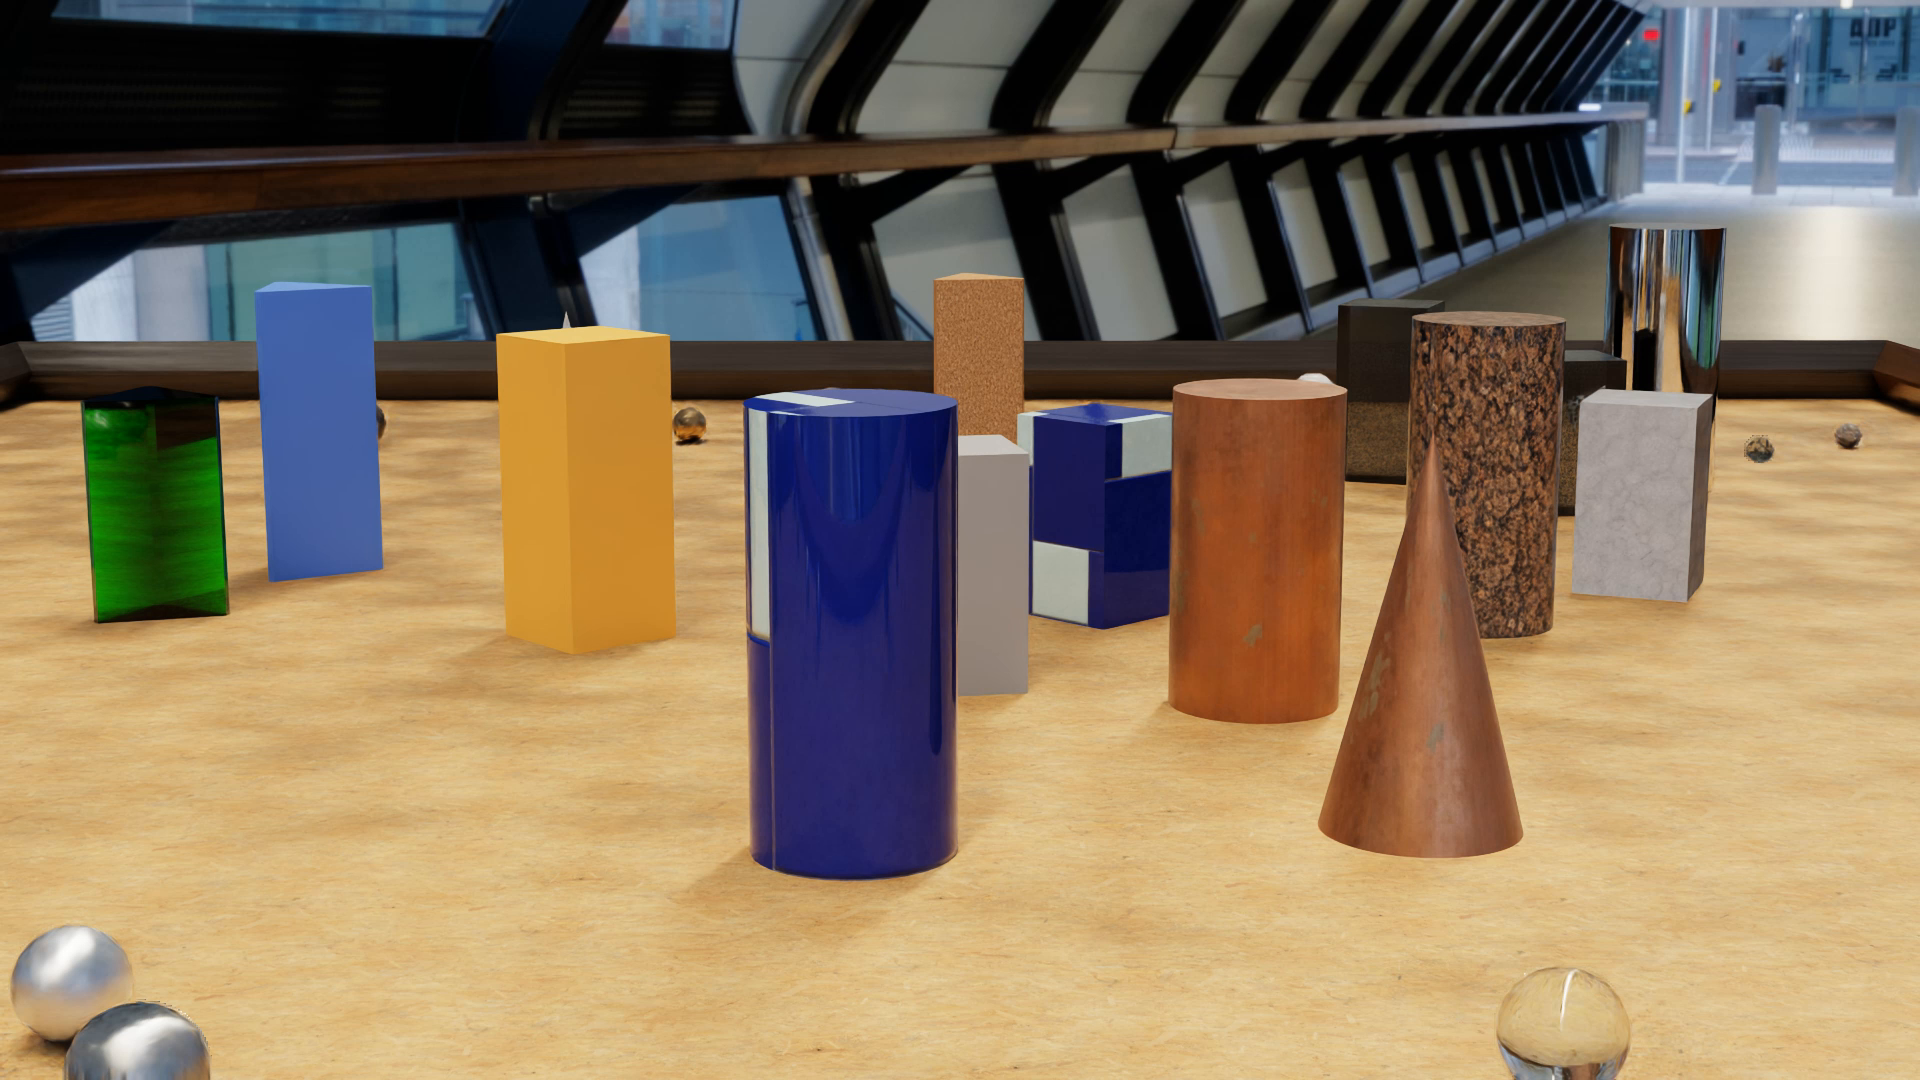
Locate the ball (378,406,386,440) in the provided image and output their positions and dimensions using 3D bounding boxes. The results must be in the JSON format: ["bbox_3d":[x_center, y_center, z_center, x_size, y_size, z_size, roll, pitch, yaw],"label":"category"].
[{"bbox_3d":[-1.152,-0.224,4.939,0.092,0.092,0.092,0,11,0],"label":"ball"}]

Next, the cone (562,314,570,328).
[{"bbox_3d":[-0.547,-0.126,3.596,0.196,0.389,0.196,0,11,0],"label":"cone"}]

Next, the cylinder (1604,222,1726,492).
[{"bbox_3d":[1.215,-0.317,4.449,0.196,0.453,0.196,0,11,0],"label":"cylinder"}]

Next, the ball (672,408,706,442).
[{"bbox_3d":[-0.527,-0.224,5.003,0.068,0.068,0.068,0,11,0],"label":"ball"}]

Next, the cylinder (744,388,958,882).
[{"bbox_3d":[-0.100,0.082,2.375,0.196,0.423,0.196,0,11,0],"label":"cylinder"}]

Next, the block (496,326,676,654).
[{"bbox_3d":[-0.477,-0.068,3.281,0.157,0.390,0.157,-9,14,-41],"label":"block"}]

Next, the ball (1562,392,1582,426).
[{"bbox_3d":[1.237,-0.266,5.221,0.072,0.072,0.072,0,11,0],"label":"ball"}]

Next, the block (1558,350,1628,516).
[{"bbox_3d":[0.994,-0.178,4.244,0.157,0.254,0.157,-1,11,-6],"label":"block"}]

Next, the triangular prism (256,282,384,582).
[{"bbox_3d":[-0.955,-0.163,3.728,0.170,0.413,0.147,-7,13,-34],"label":"triangular prism"}]

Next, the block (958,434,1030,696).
[{"bbox_3d":[-0.012,0.029,3.046,0.157,0.284,0.157,-2,11,-11],"label":"block"}]

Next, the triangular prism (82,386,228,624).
[{"bbox_3d":[-1.083,-0.052,3.455,0.170,0.294,0.147,-3,11,-18],"label":"triangular prism"}]

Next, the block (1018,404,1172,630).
[{"bbox_3d":[0.187,-0.035,3.432,0.157,0.269,0.157,10,15,44],"label":"block"}]

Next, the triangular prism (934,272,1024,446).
[{"bbox_3d":[0.023,-0.336,4.882,0.170,0.332,0.147,-2,11,-10],"label":"triangular prism"}]

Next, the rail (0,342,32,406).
[{"bbox_3d":[-2.032,0.035,3.437,0.045,0.127,4.469,0,11,0],"label":"rail"}]

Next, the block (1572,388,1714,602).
[{"bbox_3d":[0.957,-0.066,3.597,0.157,0.269,0.157,5,11,23],"label":"block"}]

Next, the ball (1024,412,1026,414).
[{"bbox_3d":[0.124,-0.209,4.906,0.073,0.073,0.073,0,11,0],"label":"ball"}]

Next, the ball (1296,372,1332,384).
[{"bbox_3d":[0.732,-0.298,5.320,0.098,0.098,0.098,0,11,0],"label":"ball"}]

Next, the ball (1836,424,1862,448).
[{"bbox_3d":[1.708,-0.201,4.932,0.048,0.048,0.048,0,11,0],"label":"ball"}]

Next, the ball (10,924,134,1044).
[{"bbox_3d":[-0.669,0.335,1.933,0.088,0.088,0.088,0,11,0],"label":"ball"}]

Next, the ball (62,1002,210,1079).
[{"bbox_3d":[-0.562,0.364,1.750,0.097,0.097,0.097,0,11,0],"label":"ball"}]

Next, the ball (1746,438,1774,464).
[{"bbox_3d":[1.480,-0.166,4.745,0.048,0.048,0.048,0,11,0],"label":"ball"}]

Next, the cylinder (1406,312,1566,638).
[{"bbox_3d":[0.684,-0.089,3.356,0.196,0.402,0.196,0,11,0],"label":"cylinder"}]

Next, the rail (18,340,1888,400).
[{"bbox_3d":[-0.013,-0.370,5.622,4.111,0.127,0.045,0,11,0],"label":"rail"}]

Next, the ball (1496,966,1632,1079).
[{"bbox_3d":[0.430,0.351,1.828,0.094,0.094,0.094,0,11,0],"label":"ball"}]

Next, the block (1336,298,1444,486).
[{"bbox_3d":[0.764,-0.266,4.561,0.157,0.311,0.157,4,11,21],"label":"block"}]

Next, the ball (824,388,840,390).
[{"bbox_3d":[-0.259,-0.267,5.188,0.084,0.084,0.084,0,11,0],"label":"ball"}]

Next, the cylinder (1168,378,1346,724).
[{"bbox_3d":[0.339,0.009,2.933,0.196,0.365,0.196,0,11,0],"label":"cylinder"}]

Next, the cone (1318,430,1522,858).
[{"bbox_3d":[0.445,0.087,2.446,0.196,0.388,0.196,0,11,0],"label":"cone"}]

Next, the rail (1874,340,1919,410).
[{"bbox_3d":[2.032,0.031,3.460,0.045,0.127,4.469,0,11,0],"label":"rail"}]
